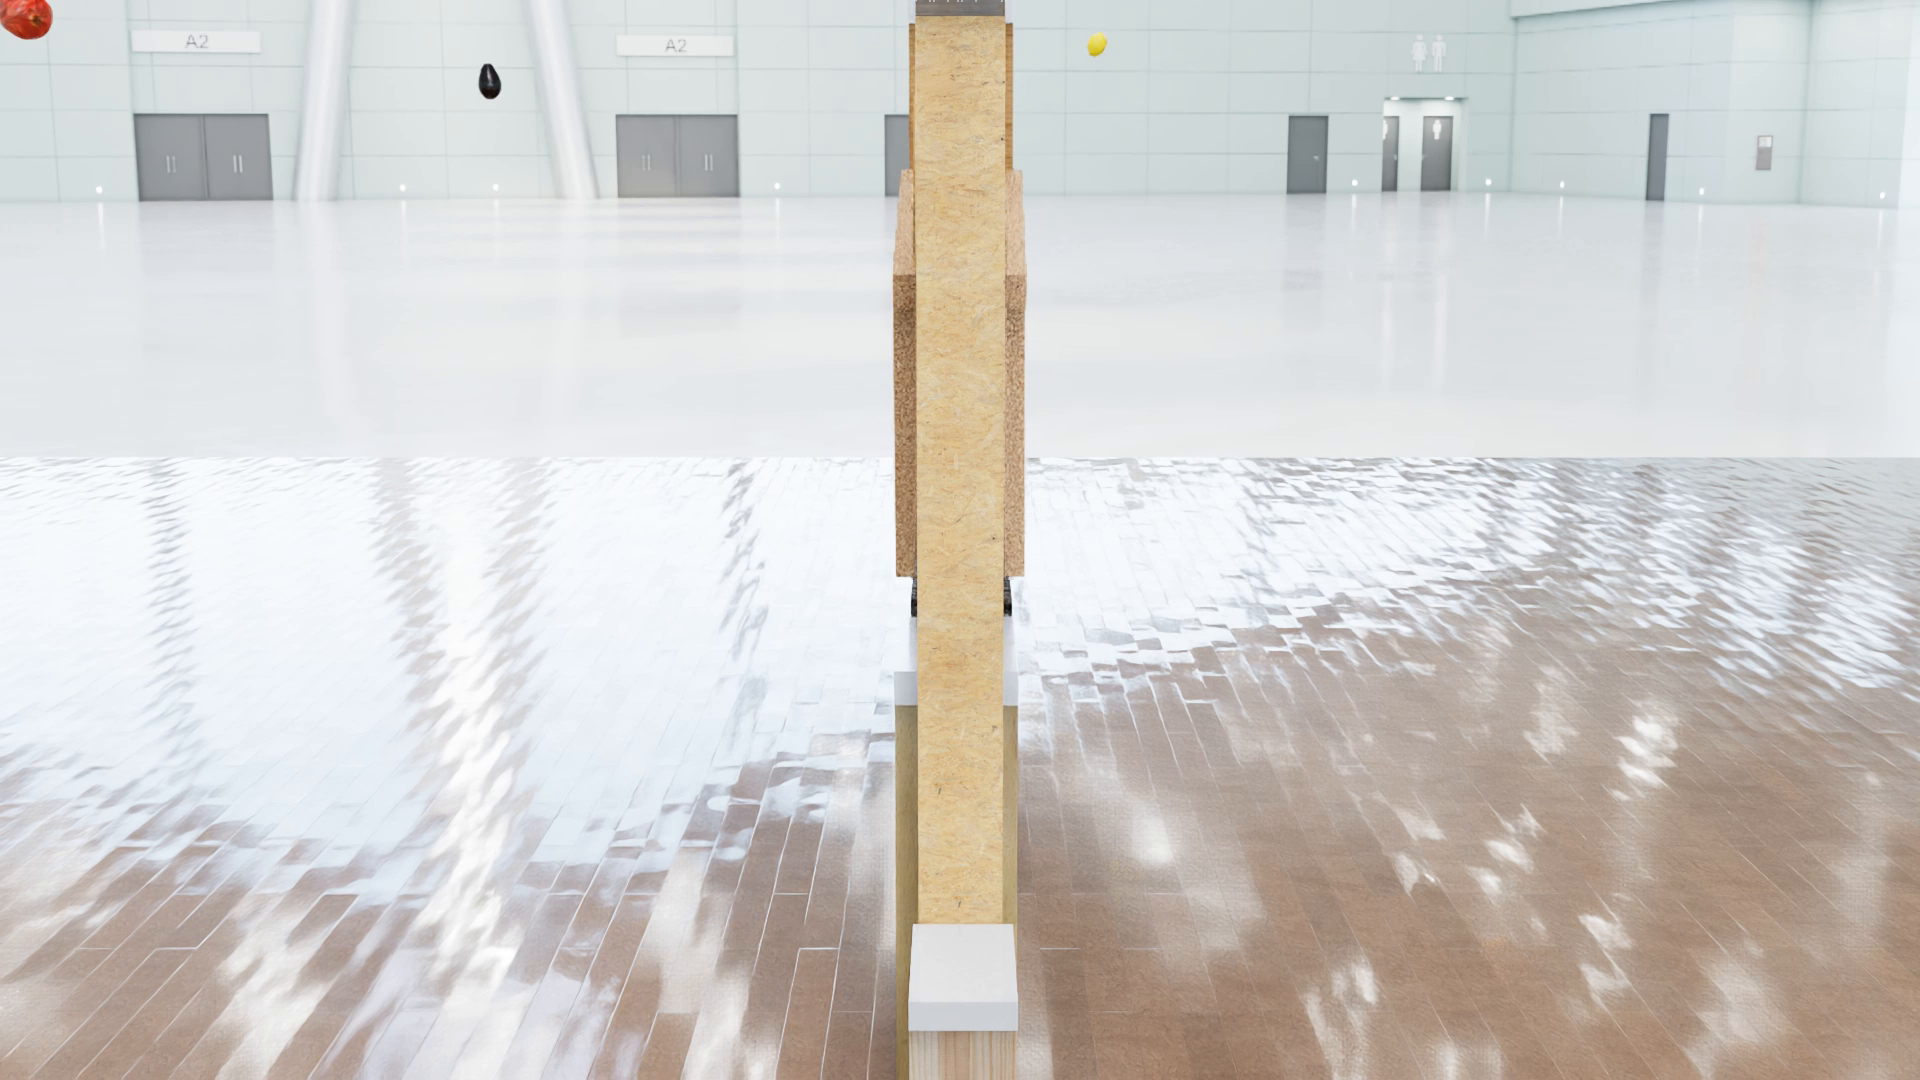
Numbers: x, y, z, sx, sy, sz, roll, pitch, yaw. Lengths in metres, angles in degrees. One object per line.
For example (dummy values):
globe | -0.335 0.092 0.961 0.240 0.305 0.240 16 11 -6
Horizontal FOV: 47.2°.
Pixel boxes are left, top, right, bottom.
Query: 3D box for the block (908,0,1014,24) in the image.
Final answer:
block | 0.004 -0.757 3.159 0.145 0.041 0.290 0 11 1

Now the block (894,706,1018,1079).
block | -0.005 0.463 2.880 0.157 0.537 0.045 0 11 0

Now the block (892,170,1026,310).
block | 0.001 -0.403 2.920 0.169 0.048 0.337 0 32 0

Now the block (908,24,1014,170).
block | 0.002 -0.576 3.093 0.145 0.290 0.041 0 11 0

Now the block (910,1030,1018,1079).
block | 0.004 0.671 2.557 0.124 0.247 0.035 0 11 0

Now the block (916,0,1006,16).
block | 0.000 -0.604 2.644 0.105 0.030 0.210 0 -24 0

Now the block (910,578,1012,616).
block | 0.002 0.076 3.225 0.143 0.040 0.285 0 11 0

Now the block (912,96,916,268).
block | -0.006 -0.445 2.735 0.105 0.210 0.030 0 11 0

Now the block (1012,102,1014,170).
block | 0.007 -0.587 3.290 0.145 0.340 0.041 0 11 1

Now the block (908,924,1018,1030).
block | 0.004 0.517 2.612 0.124 0.035 0.247 0 11 0

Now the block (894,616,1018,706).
block | -0.004 0.158 2.930 0.157 0.045 0.315 0 11 0

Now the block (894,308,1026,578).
block | 0.000 -0.131 2.861 0.169 0.357 0.048 0 10 0

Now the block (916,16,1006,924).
block | 0.001 0.068 2.695 0.105 1.382 0.030 0 11 0
